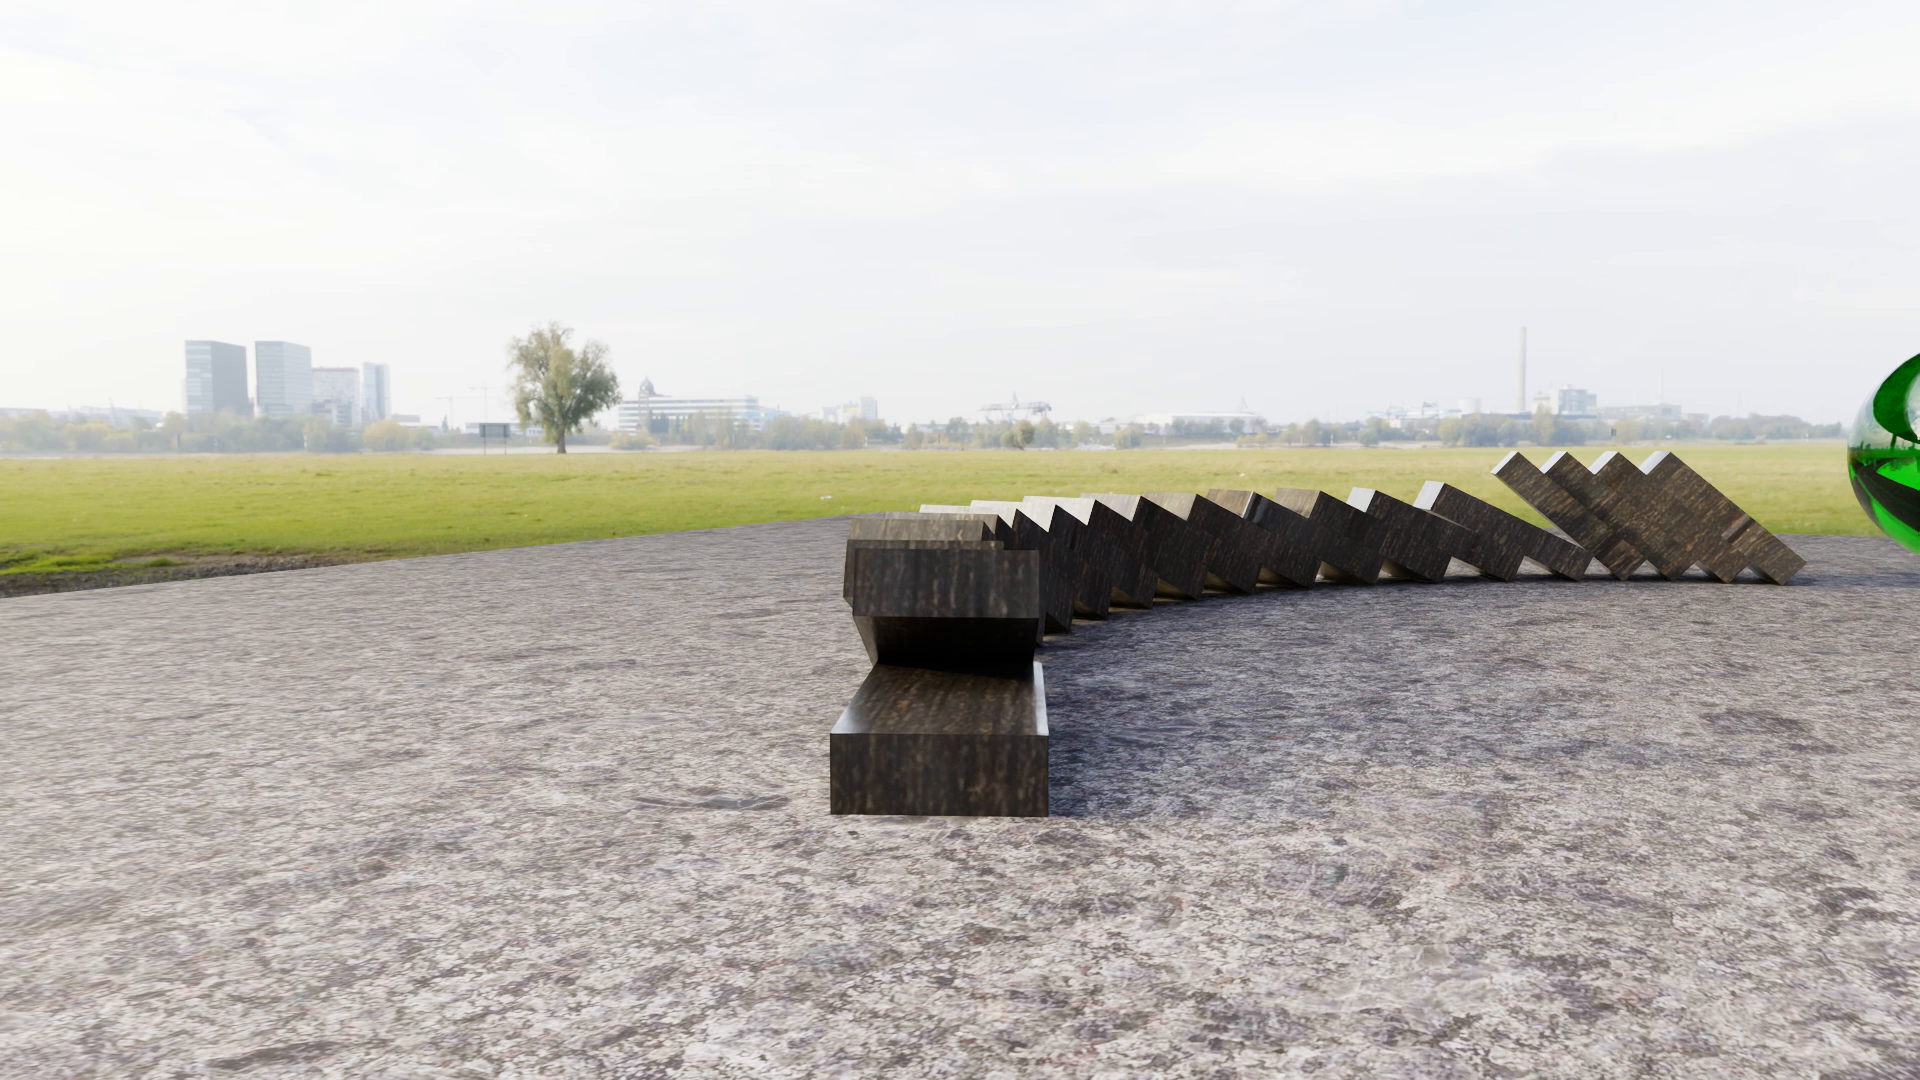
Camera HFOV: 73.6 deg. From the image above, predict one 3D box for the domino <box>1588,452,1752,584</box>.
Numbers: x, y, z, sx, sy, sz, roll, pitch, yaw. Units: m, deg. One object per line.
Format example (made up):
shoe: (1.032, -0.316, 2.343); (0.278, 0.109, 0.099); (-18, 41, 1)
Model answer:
domino: (0.222, -0.008, 0.405); (0.050, 0.009, 0.025); (44, 16, 11)

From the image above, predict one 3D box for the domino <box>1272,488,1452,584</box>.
domino: (0.123, -0.002, 0.396); (0.050, 0.009, 0.025); (24, -2, -16)

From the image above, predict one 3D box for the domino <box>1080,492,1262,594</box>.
domino: (0.058, 0.001, 0.360); (0.050, 0.009, 0.025); (26, -10, -32)

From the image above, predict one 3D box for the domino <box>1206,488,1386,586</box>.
domino: (0.100, -0.001, 0.388); (0.050, 0.009, 0.025); (24, -4, -19)

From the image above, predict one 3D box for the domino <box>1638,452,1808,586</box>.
domino: (0.236, -0.008, 0.400); (0.050, 0.010, 0.025); (44, 16, 11)

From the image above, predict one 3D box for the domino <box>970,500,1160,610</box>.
domino: (0.026, 0.004, 0.321); (0.025, 0.010, 0.050); (4, -18, 40)

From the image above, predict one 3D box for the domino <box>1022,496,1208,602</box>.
domino: (0.041, 0.003, 0.342); (0.050, 0.009, 0.025); (28, -15, -39)

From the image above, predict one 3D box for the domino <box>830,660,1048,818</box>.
domino: (-0.001, 0.025, 0.171); (0.025, 0.009, 0.050); (0, 4, 3)

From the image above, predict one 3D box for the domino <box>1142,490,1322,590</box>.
domino: (0.078, 0.000, 0.375); (0.050, 0.009, 0.025); (24, -7, -26)

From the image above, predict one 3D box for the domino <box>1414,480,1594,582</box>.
domino: (0.172, -0.003, 0.409); (0.050, 0.009, 0.025); (27, 7, 5)

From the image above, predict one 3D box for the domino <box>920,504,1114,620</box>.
domino: (0.013, 0.006, 0.299); (0.025, 0.009, 0.050); (3, -19, 34)

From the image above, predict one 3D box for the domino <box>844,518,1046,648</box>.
domino: (-0.001, 0.009, 0.251); (0.025, 0.010, 0.050); (1, -19, 18)

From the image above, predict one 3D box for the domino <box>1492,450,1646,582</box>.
domino: (0.194, -0.008, 0.412); (0.050, 0.010, 0.025); (44, 16, 11)

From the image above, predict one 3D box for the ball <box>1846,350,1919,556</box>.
ball: (0.343, -0.029, 0.426); (0.080, 0.080, 0.080); (0, 4, 0)

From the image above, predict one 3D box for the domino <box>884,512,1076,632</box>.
domino: (0.005, 0.008, 0.275); (0.025, 0.010, 0.050); (2, -19, 25)

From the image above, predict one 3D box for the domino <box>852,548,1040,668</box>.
domino: (-0.001, 0.014, 0.197); (0.025, 0.009, 0.050); (1, -18, 2)

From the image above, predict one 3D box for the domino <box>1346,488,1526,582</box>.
domino: (0.149, -0.002, 0.406); (0.050, 0.010, 0.025); (23, 5, 0)

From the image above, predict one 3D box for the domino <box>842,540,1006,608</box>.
domino: (-0.003, 0.012, 0.225); (0.025, 0.010, 0.050); (1, -17, 8)

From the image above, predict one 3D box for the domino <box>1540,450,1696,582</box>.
domino: (0.209, -0.008, 0.410); (0.050, 0.009, 0.025); (44, 16, 11)
